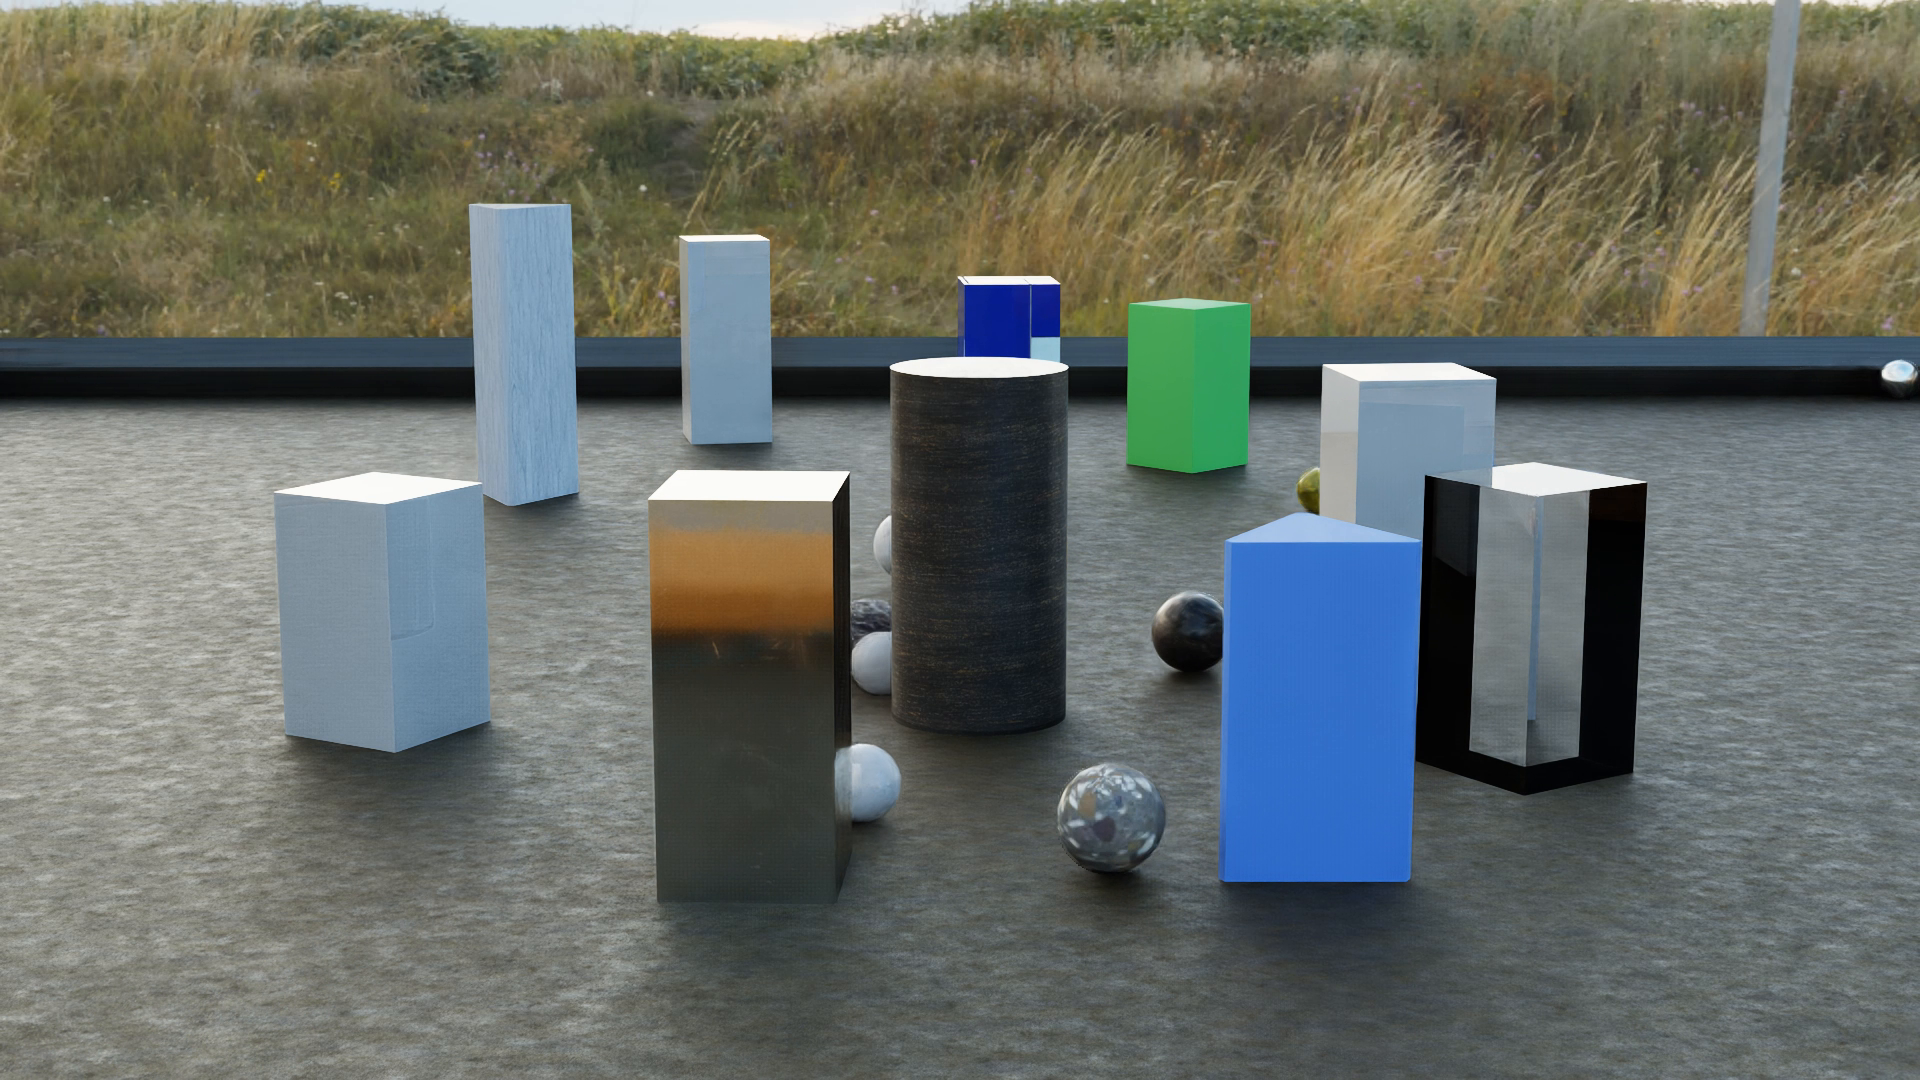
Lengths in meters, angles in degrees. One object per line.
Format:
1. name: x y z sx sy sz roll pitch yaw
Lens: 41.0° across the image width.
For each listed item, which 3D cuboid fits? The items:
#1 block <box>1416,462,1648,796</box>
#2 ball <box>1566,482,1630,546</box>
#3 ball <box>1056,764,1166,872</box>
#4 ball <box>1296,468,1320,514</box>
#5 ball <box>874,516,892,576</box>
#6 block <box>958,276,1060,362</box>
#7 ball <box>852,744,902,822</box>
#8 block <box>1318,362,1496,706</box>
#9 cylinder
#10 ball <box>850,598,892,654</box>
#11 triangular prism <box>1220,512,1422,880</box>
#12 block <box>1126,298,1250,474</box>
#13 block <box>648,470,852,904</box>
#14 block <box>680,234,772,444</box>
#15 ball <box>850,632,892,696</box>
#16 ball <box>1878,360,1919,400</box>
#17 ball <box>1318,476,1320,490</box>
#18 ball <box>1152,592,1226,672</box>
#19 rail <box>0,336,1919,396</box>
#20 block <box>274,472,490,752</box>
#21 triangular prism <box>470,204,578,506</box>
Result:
1. block: 0.593 0.088 2.671 0.158 0.307 0.158 -7 12 -33
2. ball: 0.978 -0.040 3.934 0.098 0.098 0.098 0 10 0
3. ball: 0.138 0.254 2.344 0.099 0.099 0.099 0 10 0
4. ball: 0.591 -0.081 4.219 0.075 0.075 0.075 0 10 0
5. ball: -0.075 0.007 3.676 0.099 0.099 0.099 0 10 0
6. block: 0.081 -0.253 4.336 0.158 0.371 0.158 -1 11 -4
7. ball: -0.095 0.237 2.499 0.076 0.076 0.076 0 10 0
8. block: 0.516 -0.008 2.993 0.158 0.378 0.158 -1 11 -7
9. cylinder: 0.021 0.003 2.880 0.198 0.397 0.198 0 10 0
10. ball: -0.110 0.118 3.083 0.097 0.097 0.097 0 10 0
11. triangular prism: 0.321 0.141 2.367 0.172 0.312 0.149 0 10 0
12. block: 0.420 -0.287 4.721 0.158 0.296 0.158 -10 15 -44
13. block: -0.184 0.128 2.304 0.158 0.360 0.158 1 10 3
14. block: -0.461 -0.396 5.047 0.158 0.393 0.158 -2 11 -12
15. ball: -0.092 0.144 3.003 0.075 0.075 0.075 0 10 0
16. ball: 2.068 -0.353 5.655 0.087 0.087 0.087 0 10 0
17. ball: 0.636 -0.095 4.314 0.069 0.069 0.069 0 10 0
18. ball: 0.281 0.112 3.115 0.097 0.097 0.097 0 10 0
19. rail: -0.013 -0.384 5.700 4.444 0.129 0.045 0 10 0
20. block: -0.636 0.076 2.835 0.158 0.271 0.158 6 12 29
21. triangular prism: -0.769 -0.321 4.363 0.149 0.494 0.172 7 12 32
